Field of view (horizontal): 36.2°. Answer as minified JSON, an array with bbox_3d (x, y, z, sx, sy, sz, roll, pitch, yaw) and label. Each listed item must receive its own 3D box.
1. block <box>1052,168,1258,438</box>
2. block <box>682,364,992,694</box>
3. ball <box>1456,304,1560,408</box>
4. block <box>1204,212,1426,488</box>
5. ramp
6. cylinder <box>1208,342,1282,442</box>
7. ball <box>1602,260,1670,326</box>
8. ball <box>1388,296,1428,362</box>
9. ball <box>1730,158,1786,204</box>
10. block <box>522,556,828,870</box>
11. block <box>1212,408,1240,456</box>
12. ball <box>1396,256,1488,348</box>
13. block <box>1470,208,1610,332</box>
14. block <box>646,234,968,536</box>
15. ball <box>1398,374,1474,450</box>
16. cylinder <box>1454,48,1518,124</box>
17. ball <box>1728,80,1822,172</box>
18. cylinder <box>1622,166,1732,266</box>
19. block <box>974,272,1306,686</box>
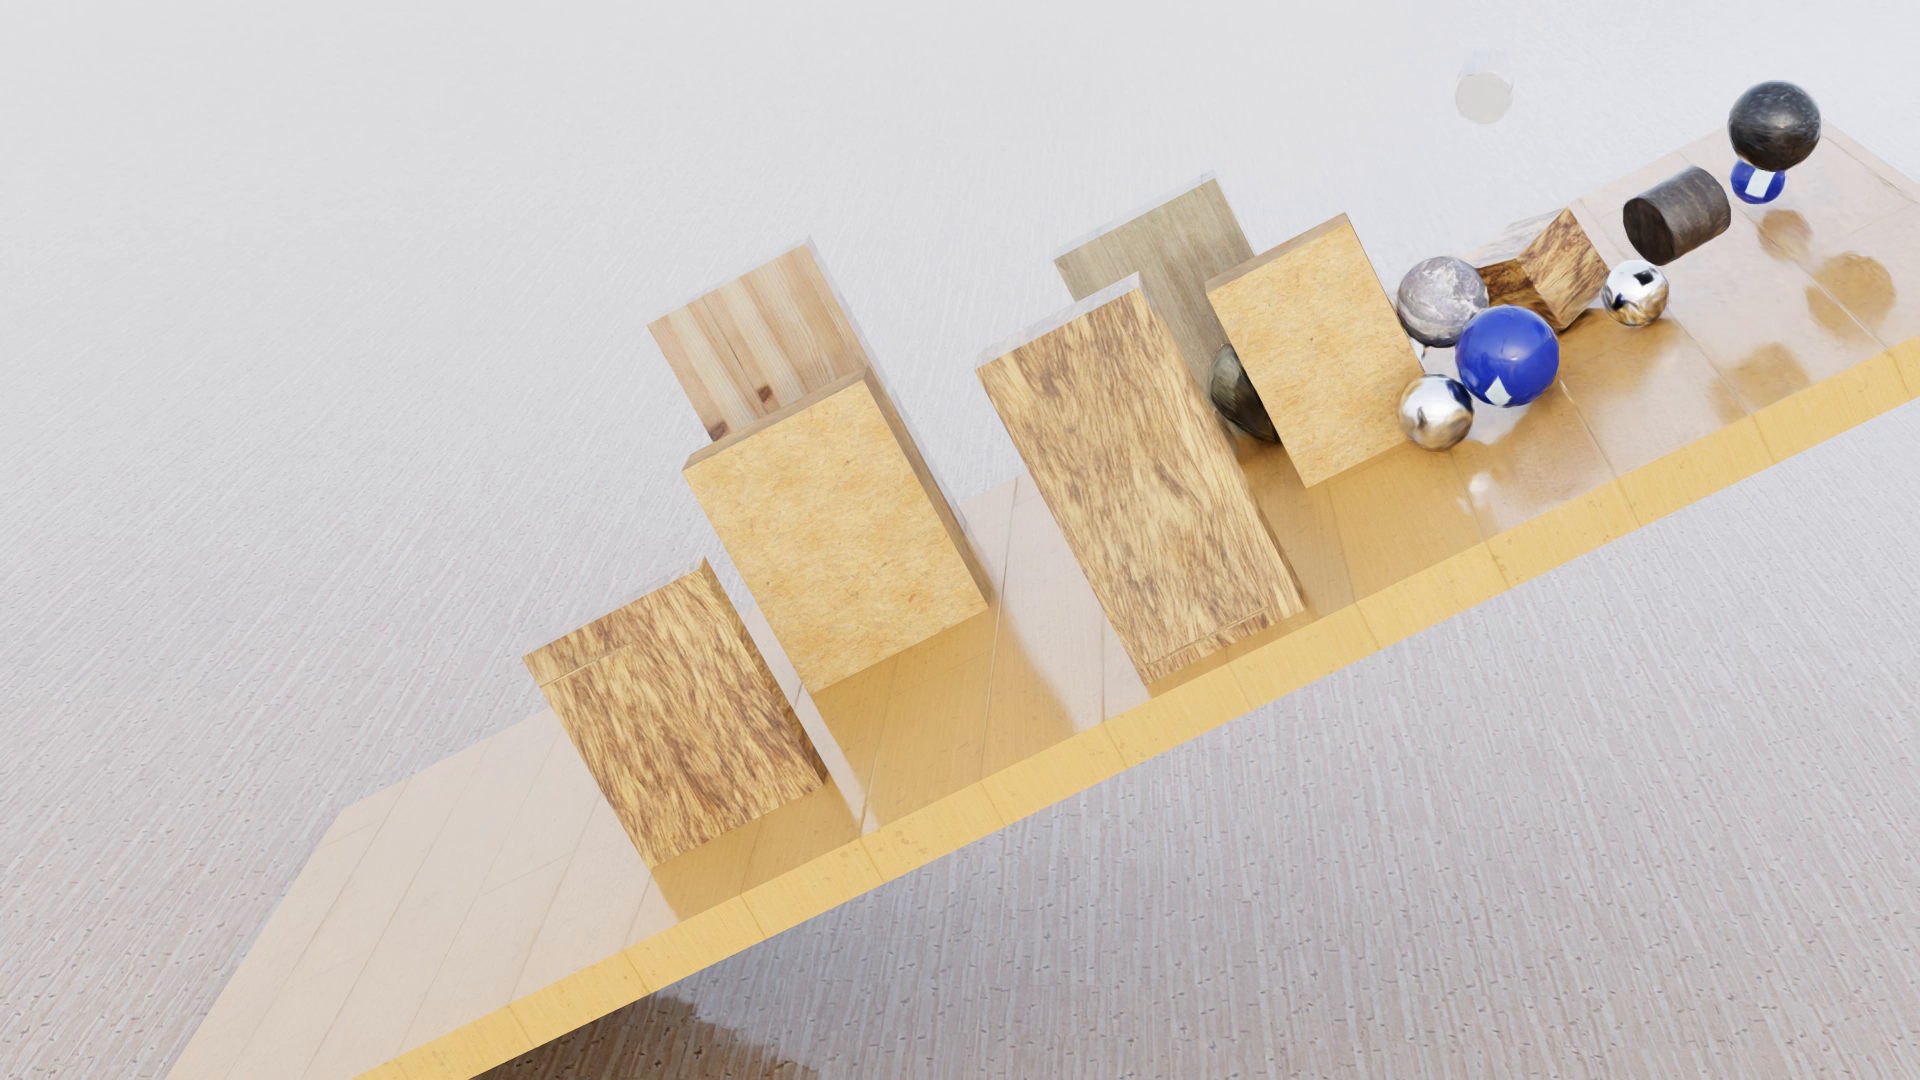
[{"bbox_3d":[0.509,-0.484,6.530,0.396,0.545,0.112,-26,14,11],"label":"block"},{"bbox_3d":[-0.261,-0.020,6.338,0.441,0.567,0.136,-26,14,11],"label":"block"},{"bbox_3d":[1.056,-0.355,5.674,0.199,0.199,0.199,0,17,0],"label":"ball"},{"bbox_3d":[0.735,-0.381,5.913,0.314,0.452,0.111,-26,14,11],"label":"block"},{"bbox_3d":[0.141,0.167,6.281,4.000,0.100,2.000,-26,14,11],"label":"ramp"},{"bbox_3d":[0.667,-0.331,6.373,0.209,0.209,0.209,-3,10,-10],"label":"cylinder"},{"bbox_3d":[1.330,-0.485,5.792,0.131,0.131,0.131,0,17,0],"label":"ball"},{"bbox_3d":[0.914,-0.433,6.280,0.177,0.177,0.177,0,17,0],"label":"ball"},{"bbox_3d":[1.653,-0.751,6.095,0.113,0.113,0.113,0,17,0],"label":"ball"},{"bbox_3d":[-0.557,0.342,5.770,0.398,0.500,0.083,-26,14,11],"label":"block"},{"bbox_3d":[0.529,-0.205,6.411,0.107,0.107,0.107,-23,15,22],"label":"block"},{"bbox_3d":[0.970,-0.478,5.918,0.185,0.185,0.185,0,17,0],"label":"ball"},{"bbox_3d":[1.198,-0.549,6.102,0.182,0.182,0.182,-43,15,-25],"label":"block"},{"bbox_3d":[-0.356,-0.271,6.953,0.423,0.790,0.103,-26,14,11],"label":"block"},{"bbox_3d":[0.924,-0.248,5.709,0.147,0.147,0.147,0,17,0],"label":"ball"},{"bbox_3d":[1.042,-0.900,5.827,0.114,0.114,0.114,4,35,13],"label":"cylinder"},{"bbox_3d":[1.629,-0.829,5.883,0.184,0.184,0.184,0,17,0],"label":"ball"},{"bbox_3d":[1.376,-0.621,5.644,0.144,0.144,0.144,-29,27,-18],"label":"cylinder"},{"bbox_3d":[0.327,-0.108,5.298,0.326,0.664,0.134,-26,14,11],"label":"block"}]
